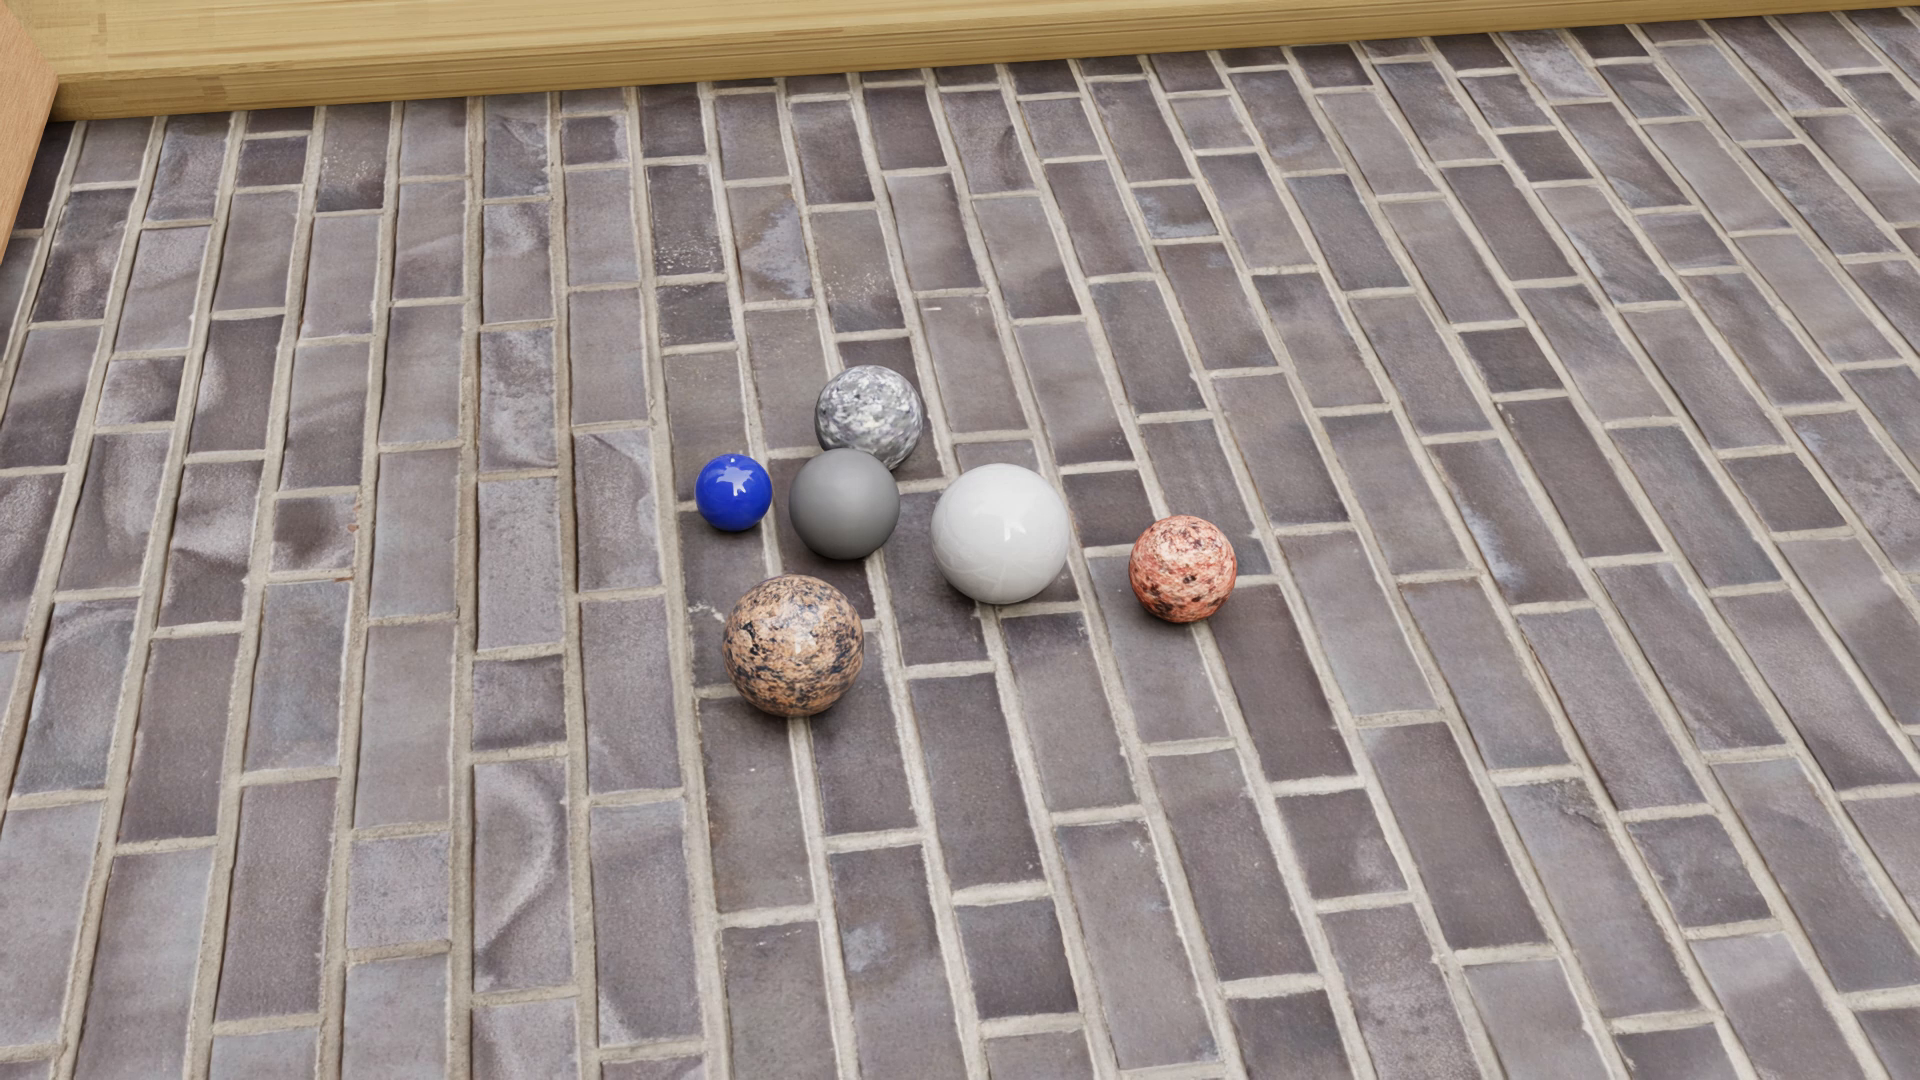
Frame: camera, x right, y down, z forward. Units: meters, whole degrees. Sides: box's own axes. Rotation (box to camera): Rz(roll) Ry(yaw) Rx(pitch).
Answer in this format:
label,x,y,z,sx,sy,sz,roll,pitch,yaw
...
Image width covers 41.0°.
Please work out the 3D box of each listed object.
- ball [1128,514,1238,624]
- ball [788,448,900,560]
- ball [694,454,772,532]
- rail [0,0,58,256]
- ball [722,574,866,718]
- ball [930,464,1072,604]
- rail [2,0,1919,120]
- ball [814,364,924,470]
label,x,y,z,sx,sy,sz,roll,pitch,yaw
ball,0.142,0.019,1.641,0.069,0.069,0.069,0,36,0
ball,-0.076,-0.024,1.695,0.074,0.074,0.074,0,36,0
ball,-0.152,-0.032,1.725,0.053,0.053,0.053,0,36,0
rail,-0.678,0.039,1.569,0.045,0.118,1.566,-5,36,-7
ball,-0.101,0.064,1.561,0.087,0.087,0.087,0,36,0
ball,0.026,-0.004,1.653,0.091,0.091,0.091,0,36,0
rail,0.593,-0.516,2.340,2.833,0.118,0.045,-5,36,-7
ball,-0.063,-0.083,1.777,0.076,0.076,0.076,0,36,0
